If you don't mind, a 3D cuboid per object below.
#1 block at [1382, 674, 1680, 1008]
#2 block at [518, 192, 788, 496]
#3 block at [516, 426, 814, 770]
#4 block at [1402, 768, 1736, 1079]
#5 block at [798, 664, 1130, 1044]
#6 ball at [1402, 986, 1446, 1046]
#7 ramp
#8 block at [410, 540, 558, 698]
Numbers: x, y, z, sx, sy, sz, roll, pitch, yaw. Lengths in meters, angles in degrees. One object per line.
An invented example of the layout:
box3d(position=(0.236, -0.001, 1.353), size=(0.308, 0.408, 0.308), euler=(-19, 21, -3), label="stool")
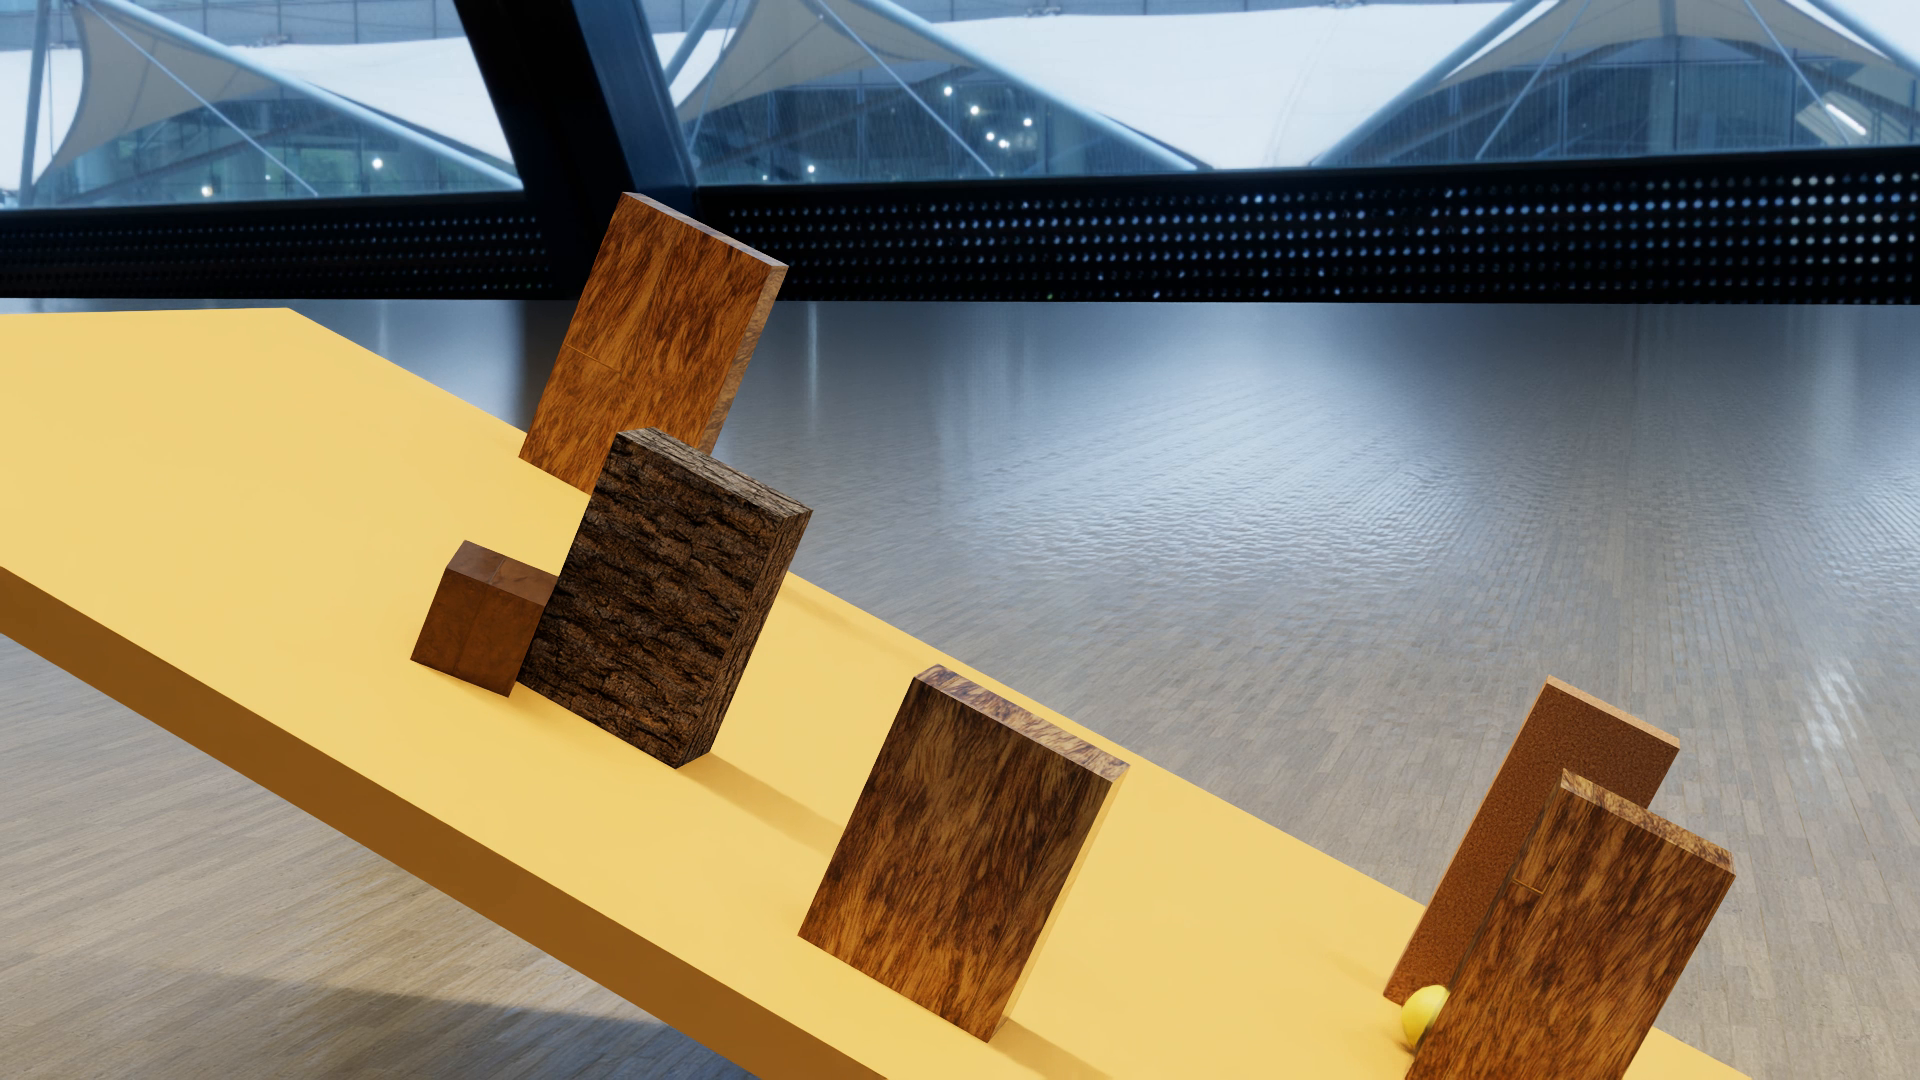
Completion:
box3d(position=(1.078, 0.624, 4.170), size=(0.263, 0.690, 0.093), euler=(27, 14, 12), label="block")
box3d(position=(-0.715, -0.410, 5.096), size=(0.403, 0.674, 0.103), euler=(27, 14, 12), label="block")
box3d(position=(-0.520, 0.098, 3.870), size=(0.334, 0.490, 0.149), euler=(27, 14, 12), label="block")
box3d(position=(1.049, 0.748, 3.813), size=(0.314, 0.611, 0.148), euler=(27, 14, 12), label="block")
box3d(position=(0.004, 0.478, 3.378), size=(0.339, 0.459, 0.121), euler=(27, 14, 12), label="block")
box3d(position=(0.876, 0.884, 4.042), size=(0.128, 0.128, 0.128), euler=(0, 7, 0), label="ball")
box3d(position=(-0.271, 0.464, 4.174), size=(4.000, 0.100, 2.000), euler=(27, 14, 12), label="ramp")
box3d(position=(-0.831, 0.136, 3.860), size=(0.180, 0.180, 0.180), euler=(22, 13, -8), label="block")
